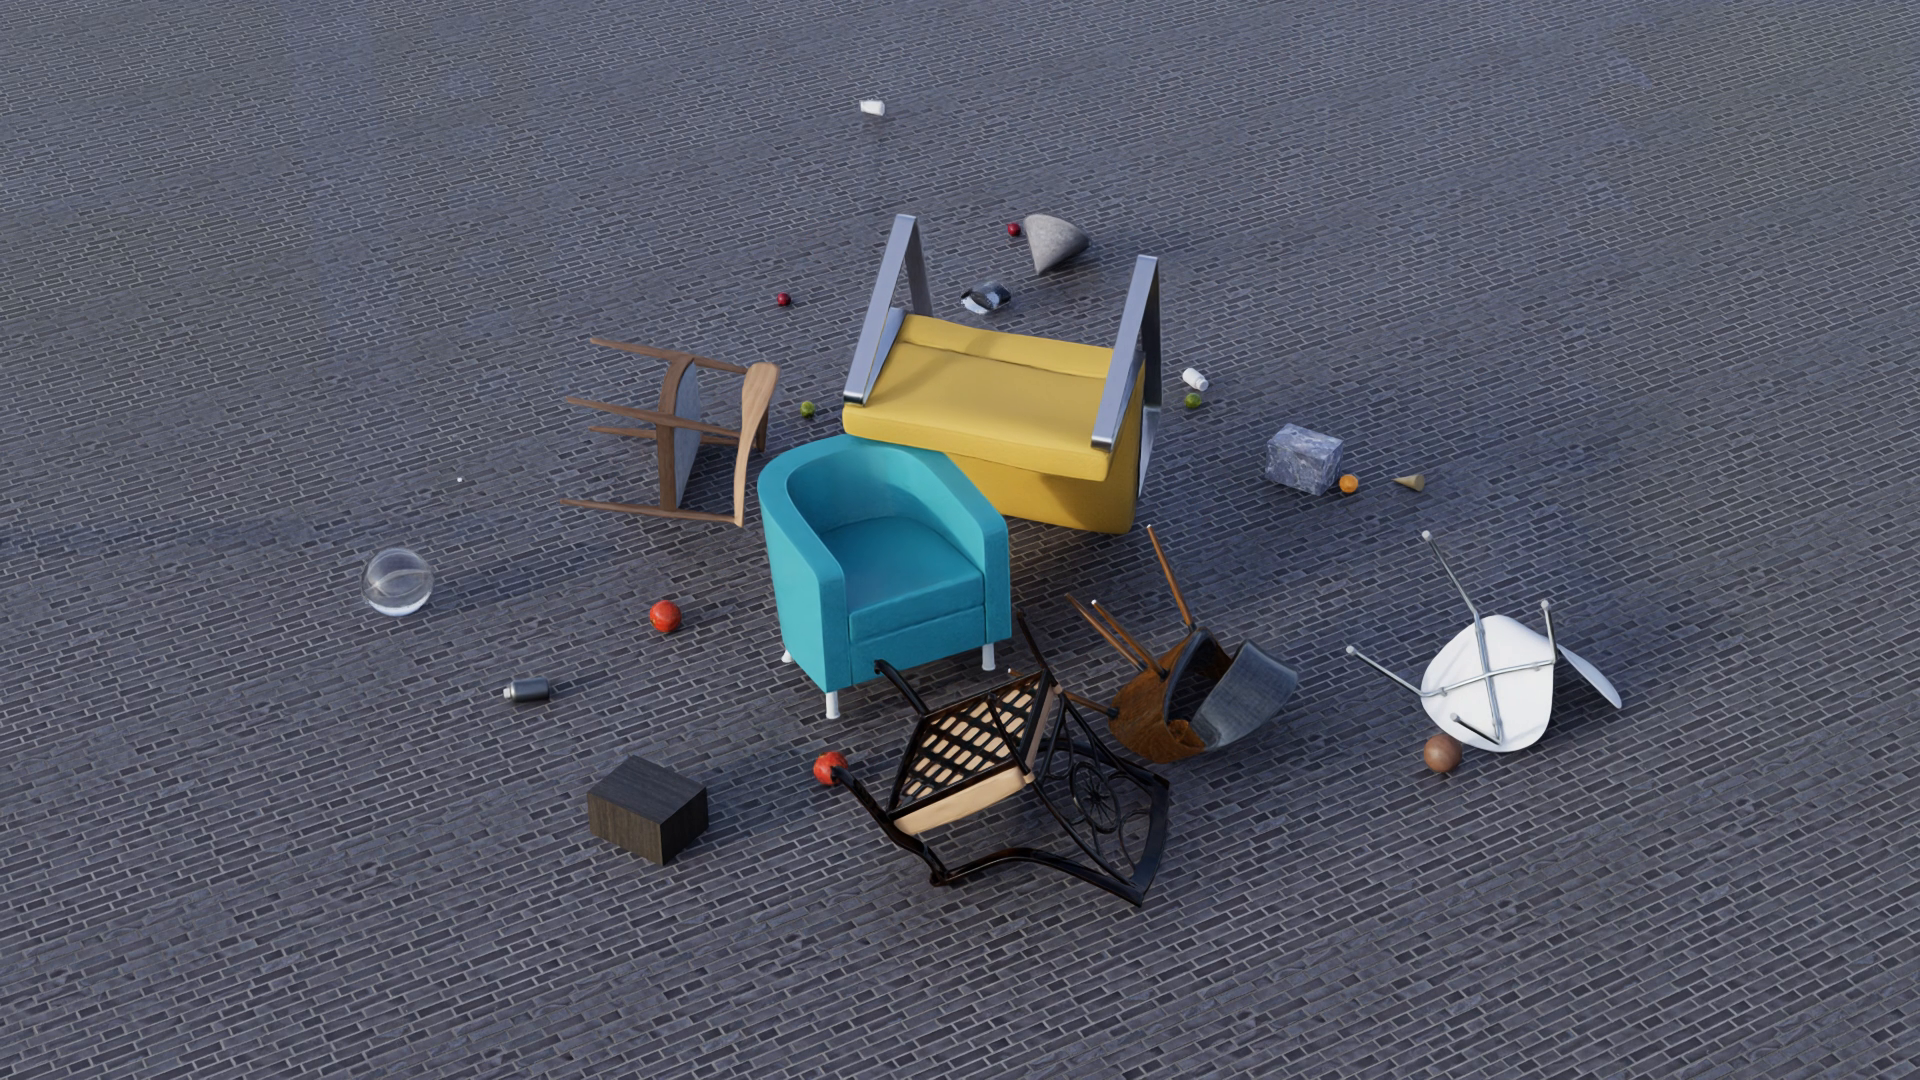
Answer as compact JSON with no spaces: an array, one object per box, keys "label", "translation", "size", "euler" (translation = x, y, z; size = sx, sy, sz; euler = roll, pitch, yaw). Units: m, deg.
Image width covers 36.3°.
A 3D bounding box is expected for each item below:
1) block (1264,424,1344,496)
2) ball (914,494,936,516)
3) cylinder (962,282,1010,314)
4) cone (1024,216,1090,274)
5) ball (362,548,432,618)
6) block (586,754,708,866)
[{"label":"block","translation":[1.322,-0.310,11.268],"size":[0.239,0.161,0.173],"euler":[20,38,27]},{"label":"ball","translation":[-0.133,-0.131,11.072],"size":[0.080,0.080,0.080],"euler":[0,33,0]},{"label":"cylinder","translation":[0.110,-1.024,12.400],"size":[0.187,0.103,0.108],"euler":[15,34,43]},{"label":"cone","translation":[0.380,-1.240,12.720],"size":[0.314,0.273,0.219],"euler":[11,67,34]},{"label":"ball","translation":[-2.014,0.151,10.488],"size":[0.250,0.250,0.250],"euler":[0,33,0]},{"label":"block","translation":[-1.007,0.871,9.468],"size":[0.301,0.169,0.238],"euler":[20,38,28]}]
